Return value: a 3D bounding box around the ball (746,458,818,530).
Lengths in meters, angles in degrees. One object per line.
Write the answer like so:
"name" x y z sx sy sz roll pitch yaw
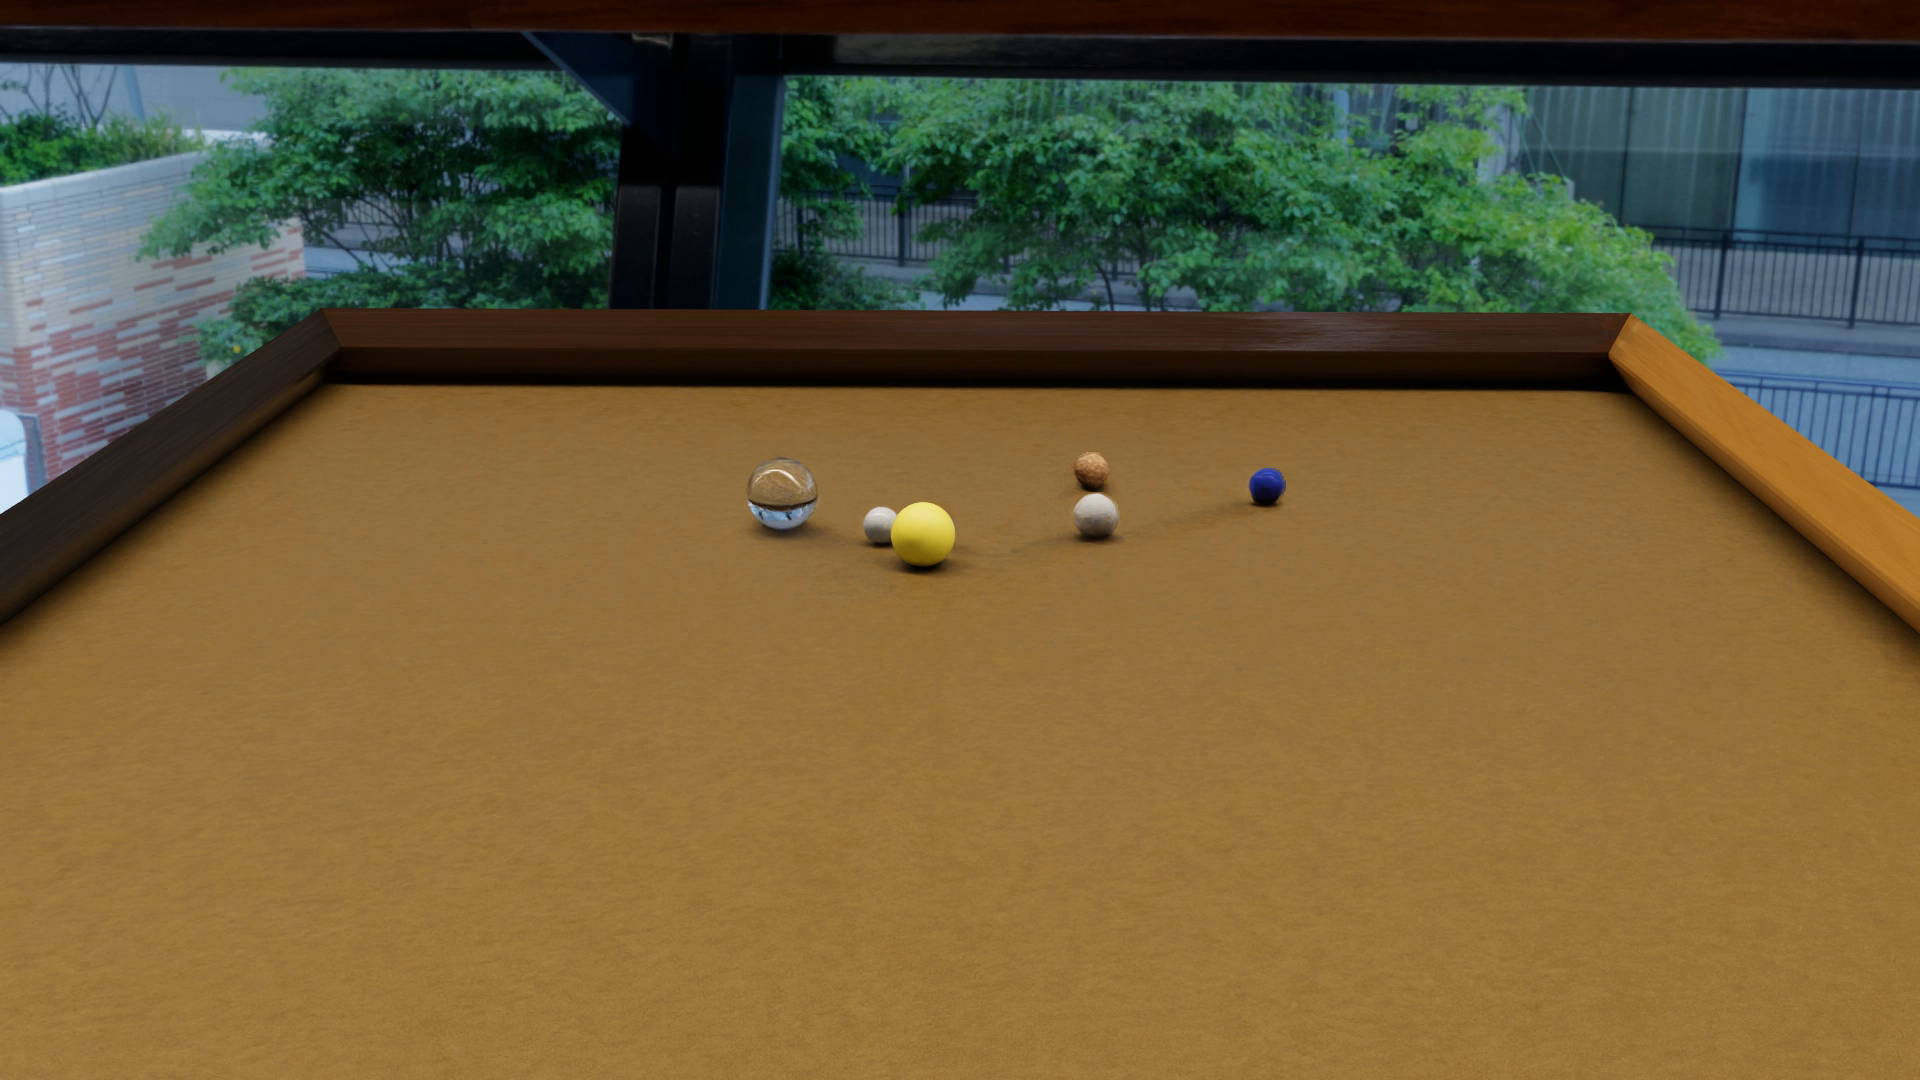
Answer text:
"ball" -0.237 -0.061 2.933 0.096 0.096 0.096 0 17 0

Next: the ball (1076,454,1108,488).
"ball" 0.188 -0.099 3.138 0.048 0.048 0.048 0 17 0

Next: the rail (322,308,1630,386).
"rail" 0.020 -0.324 3.741 2.234 0.124 0.045 0 17 1

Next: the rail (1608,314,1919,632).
"rail" 1.072 0.276 1.777 0.045 0.124 4.111 0 17 1

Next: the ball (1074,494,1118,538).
"ball" 0.178 -0.032 2.902 0.058 0.058 0.058 0 17 0

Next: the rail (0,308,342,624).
"rail" -1.114 0.263 1.820 0.045 0.124 4.111 0 17 1

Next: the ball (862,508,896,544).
"ball" -0.103 -0.019 2.873 0.049 0.049 0.049 0 17 0

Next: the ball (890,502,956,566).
"ball" -0.047 -0.007 2.779 0.082 0.082 0.082 0 17 0

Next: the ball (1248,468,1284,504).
"ball" 0.426 -0.075 3.060 0.048 0.048 0.048 0 17 0
